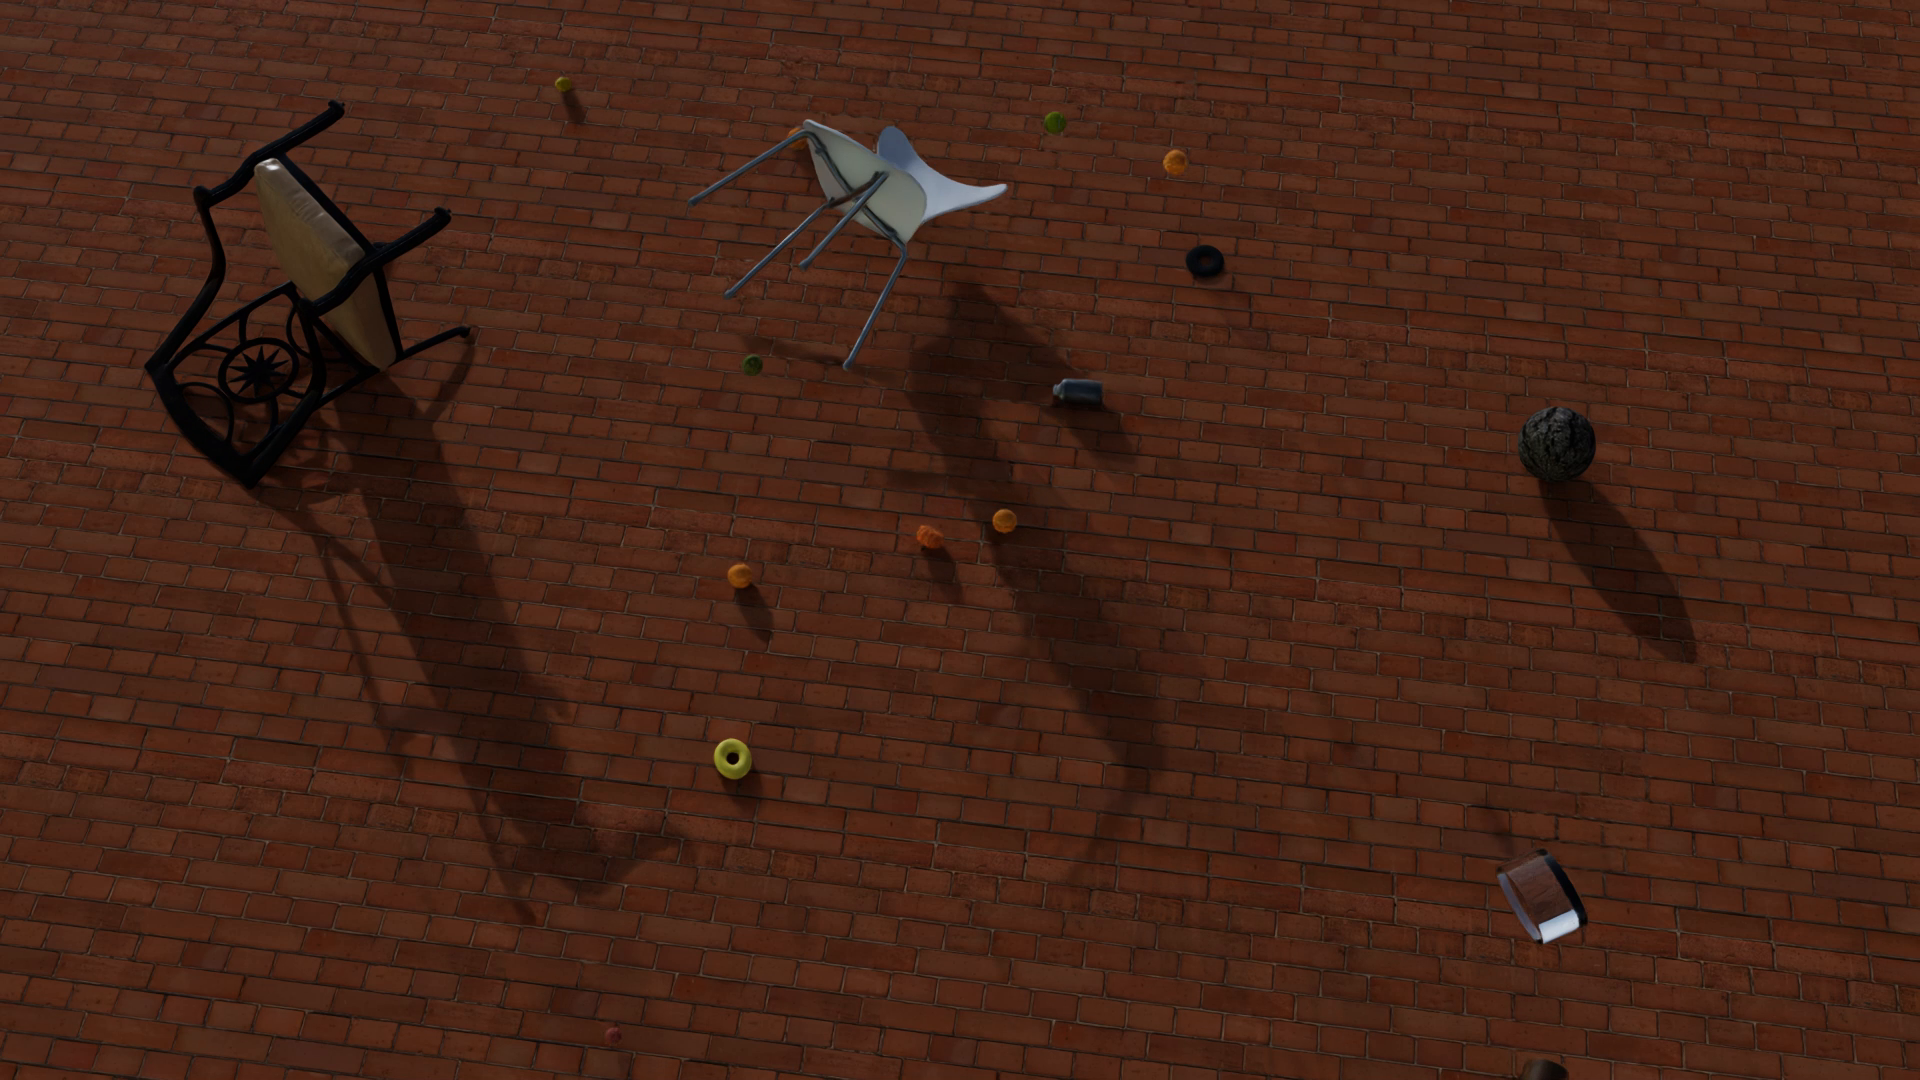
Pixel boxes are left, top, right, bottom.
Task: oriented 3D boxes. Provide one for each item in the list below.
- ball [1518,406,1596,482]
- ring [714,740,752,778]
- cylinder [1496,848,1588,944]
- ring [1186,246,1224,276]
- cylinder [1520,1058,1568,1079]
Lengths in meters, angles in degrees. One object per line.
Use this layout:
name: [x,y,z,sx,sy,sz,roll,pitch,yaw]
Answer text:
ball: [1.799,-0.288,6.629,0.230,0.230,0.230,0,56,0]
ring: [-0.634,0.612,6.142,0.104,0.037,0.127,-19,58,-11]
cylinder: [1.355,0.829,5.125,0.112,0.149,0.224,-22,40,-5]
ring: [0.799,-0.910,7.176,0.125,0.016,0.137,15,57,9]
cylinder: [1.479,1.376,5.584,0.106,0.112,0.074,32,57,-11]
